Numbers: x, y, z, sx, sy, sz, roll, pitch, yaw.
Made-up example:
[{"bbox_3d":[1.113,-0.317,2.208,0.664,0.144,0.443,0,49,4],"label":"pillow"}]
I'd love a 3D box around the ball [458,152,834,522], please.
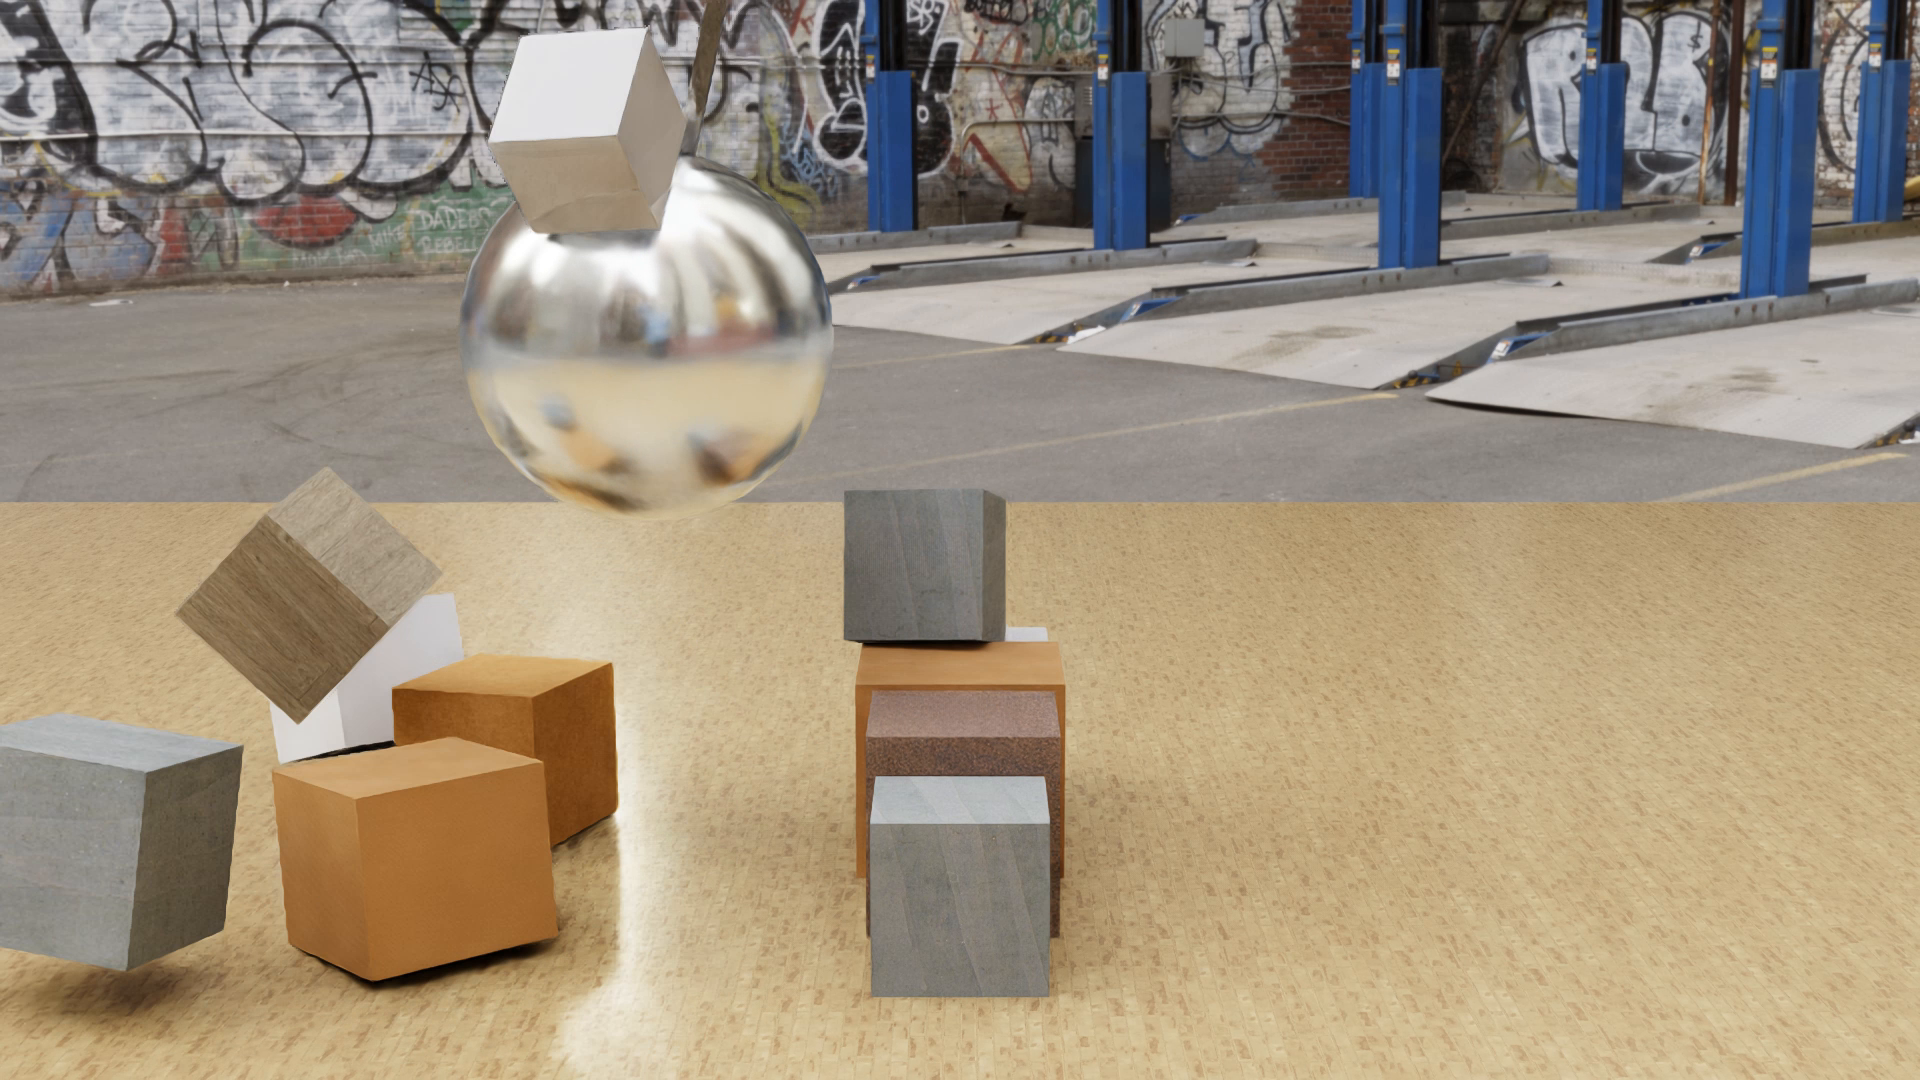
[{"bbox_3d":[-1.341,-0.877,11.021,1.600,1.600,1.600,0,10,0],"label":"ball"}]

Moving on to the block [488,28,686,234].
[{"bbox_3d":[-1.478,-1.630,10.256,0.535,0.533,0.582,-1,55,14],"label":"block"}]

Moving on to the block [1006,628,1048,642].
[{"bbox_3d":[0.014,0.889,12.534,0.836,0.765,0.840,0,10,0],"label":"block"}]

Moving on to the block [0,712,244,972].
[{"bbox_3d":[-3.324,1.136,9.820,0.803,0.747,0.733,8,5,11],"label":"block"}]

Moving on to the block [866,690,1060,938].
[{"bbox_3d":[0.014,1.148,10.868,0.792,0.853,0.790,0,10,0],"label":"block"}]

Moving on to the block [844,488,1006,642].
[{"bbox_3d":[-0.160,0.135,12.174,0.656,0.697,0.602,0,-4,11],"label":"block"}]

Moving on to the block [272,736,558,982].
[{"bbox_3d":[-2.208,1.267,10.382,0.810,0.721,0.790,-9,9,-37],"label":"block"}]

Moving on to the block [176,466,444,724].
[{"bbox_3d":[-2.870,0.236,11.371,0.671,0.712,0.671,-43,8,20],"label":"block"}]

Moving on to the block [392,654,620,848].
[{"bbox_3d":[-2.123,0.987,12.058,0.733,0.726,0.764,2,10,20],"label":"block"}]

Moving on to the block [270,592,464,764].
[{"bbox_3d":[-3.003,0.703,12.969,0.698,0.690,0.827,-7,-6,-38],"label":"block"}]

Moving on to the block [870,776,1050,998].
[{"bbox_3d":[0.001,1.360,10.147,0.685,0.693,0.666,0,10,0],"label":"block"}]

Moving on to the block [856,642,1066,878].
[{"bbox_3d":[0.002,0.986,11.687,0.917,0.879,0.861,0,10,0],"label":"block"}]

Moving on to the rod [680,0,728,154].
[{"bbox_3d":[-0.581,-4.138,10.428,0.080,5.200,0.080,13,10,-2],"label":"rod"}]
